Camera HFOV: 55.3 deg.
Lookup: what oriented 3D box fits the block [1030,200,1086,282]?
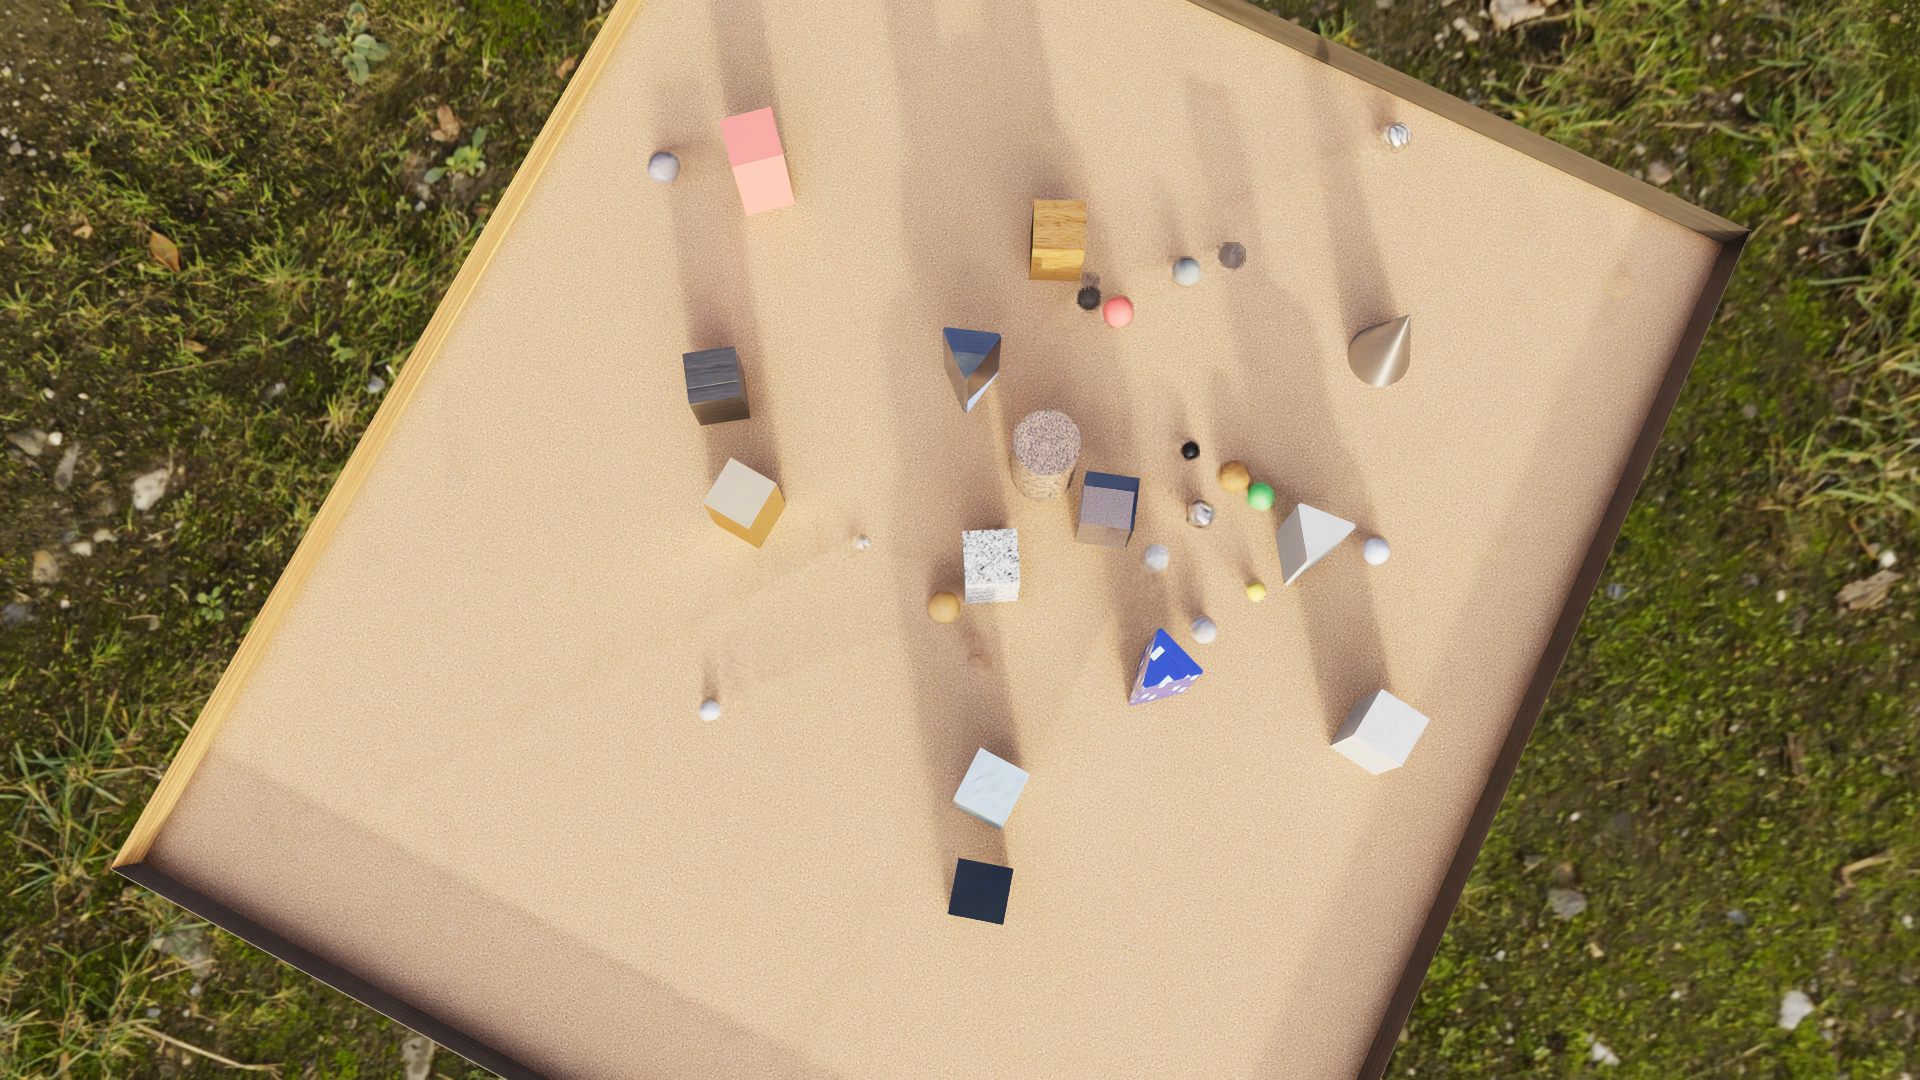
[{"bbox_3d":[0.300,-0.924,5.667,0.158,0.275,0.158,2,78,0],"label":"block"}]

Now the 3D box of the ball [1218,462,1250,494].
[{"bbox_3d":[0.839,-0.191,5.607,0.097,0.097,0.097,0,78,0],"label":"ball"}]

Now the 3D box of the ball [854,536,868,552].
[{"bbox_3d":[-0.302,0.012,5.590,0.047,0.047,0.047,0,78,0],"label":"ball"}]

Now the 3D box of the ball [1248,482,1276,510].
[{"bbox_3d":[0.921,-0.133,5.601,0.084,0.084,0.084,0,78,0],"label":"ball"}]

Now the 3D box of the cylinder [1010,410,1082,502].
[{"bbox_3d":[0.254,-0.249,5.491,0.197,0.346,0.197,0,78,0],"label":"cylinder"}]

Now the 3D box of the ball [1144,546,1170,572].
[{"bbox_3d":[0.595,0.057,5.565,0.078,0.078,0.078,0,78,0],"label":"ball"}]

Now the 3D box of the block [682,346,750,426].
[{"bbox_3d":[-0.741,-0.468,5.587,0.158,0.247,0.158,-9,78,-2],"label":"block"}]

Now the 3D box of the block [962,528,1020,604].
[{"bbox_3d":[0.090,0.080,5.437,0.158,0.318,0.158,-3,78,-1],"label":"block"}]

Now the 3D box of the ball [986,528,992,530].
[{"bbox_3d":[0.090,-0.003,5.585,0.064,0.064,0.064,0,78,0],"label":"ball"}]

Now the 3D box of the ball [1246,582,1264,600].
[{"bbox_3d":[0.895,0.153,5.557,0.055,0.055,0.055,0,78,0],"label":"ball"}]

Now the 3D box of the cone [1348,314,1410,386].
[{"bbox_3d":[1.311,-0.617,5.534,0.197,0.413,0.197,0,78,0],"label":"cone"}]

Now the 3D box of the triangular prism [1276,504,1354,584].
[{"bbox_3d":[1.016,-0.008,5.423,0.171,0.383,0.148,-37,81,-7],"label":"triangular prism"}]

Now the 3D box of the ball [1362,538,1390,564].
[{"bbox_3d":[1.263,0.033,5.567,0.083,0.083,0.083,0,78,0],"label":"ball"}]

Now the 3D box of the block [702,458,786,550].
[{"bbox_3d":[-0.642,-0.106,5.488,0.158,0.295,0.158,29,80,6],"label":"block"}]

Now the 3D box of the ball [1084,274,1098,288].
[{"bbox_3d":[0.411,-0.815,5.763,0.044,0.044,0.044,0,78,0],"label":"ball"}]

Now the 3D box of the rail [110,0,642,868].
[{"bbox_3d":[-1.553,-0.754,5.706,0.045,0.128,3.940,26,80,5],"label":"rail"}]

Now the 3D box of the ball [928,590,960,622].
[{"bbox_3d":[-0.049,0.201,5.525,0.098,0.098,0.098,0,78,0],"label":"ball"}]

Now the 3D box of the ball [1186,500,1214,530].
[{"bbox_3d":[0.732,-0.076,5.587,0.088,0.088,0.088,0,78,0],"label":"ball"}]

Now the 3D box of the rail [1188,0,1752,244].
[{"bbox_3d":[0.870,-1.698,5.902,3.520,0.128,0.045,26,80,5],"label":"rail"}]

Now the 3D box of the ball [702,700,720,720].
[{"bbox_3d":[-0.745,0.510,5.481,0.058,0.058,0.058,0,78,0],"label":"ball"}]

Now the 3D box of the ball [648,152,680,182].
[{"bbox_3d":[-0.937,-1.182,5.811,0.099,0.099,0.099,0,78,0],"label":"ball"}]

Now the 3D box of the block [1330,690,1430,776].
[{"bbox_3d":[1.216,0.561,5.327,0.158,0.339,0.158,33,80,6],"label":"block"}]

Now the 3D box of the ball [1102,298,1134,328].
[{"bbox_3d":[0.493,-0.710,5.715,0.094,0.094,0.094,0,78,0],"label":"ball"}]

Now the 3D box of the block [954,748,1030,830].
[{"bbox_3d":[0.089,0.722,5.276,0.158,0.375,0.158,27,80,5],"label":"block"}]

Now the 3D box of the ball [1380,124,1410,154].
[{"bbox_3d":[1.383,-1.278,5.833,0.095,0.095,0.095,0,78,0],"label":"ball"}]

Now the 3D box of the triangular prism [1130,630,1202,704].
[{"bbox_3d":[0.575,0.361,5.316,0.171,0.442,0.148,-13,79,-3],"label":"triangular prism"}]

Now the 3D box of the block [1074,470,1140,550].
[{"bbox_3d":[0.439,-0.088,5.492,0.158,0.278,0.158,8,78,2],"label":"block"}]

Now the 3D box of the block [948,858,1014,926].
[{"bbox_3d":[0.058,1.010,5.256,0.158,0.297,0.158,11,79,2],"label":"block"}]

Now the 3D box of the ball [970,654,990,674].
[{"bbox_3d":[0.061,0.373,5.508,0.062,0.062,0.062,0,78,0],"label":"ball"}]

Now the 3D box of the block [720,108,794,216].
[{"bbox_3d":[-0.623,-1.165,5.661,0.158,0.385,0.158,-15,79,-3],"label":"block"}]

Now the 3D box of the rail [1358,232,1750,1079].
[{"bbox_3d":[1.553,0.767,5.391,0.045,0.128,3.940,26,80,5],"label":"rail"}]

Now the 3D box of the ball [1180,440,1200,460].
[{"bbox_3d":[0.709,-0.277,5.645,0.057,0.057,0.057,0,78,0],"label":"ball"}]

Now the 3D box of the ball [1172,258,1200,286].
[{"bbox_3d":[0.709,-0.840,5.745,0.088,0.088,0.088,0,78,0],"label":"ball"}]

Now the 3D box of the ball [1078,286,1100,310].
[{"bbox_3d":[0.402,-0.756,5.737,0.071,0.071,0.071,0,78,0],"label":"ball"}]

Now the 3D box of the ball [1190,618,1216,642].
[{"bbox_3d":[0.732,0.271,5.521,0.077,0.077,0.077,0,78,0],"label":"ball"}]

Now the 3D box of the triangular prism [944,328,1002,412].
[{"bbox_3d":[0.010,-0.541,5.544,0.148,0.362,0.171,36,81,7],"label":"triangular prism"}]

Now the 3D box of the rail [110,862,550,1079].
[{"bbox_3d":[-0.870,1.712,5.196,3.520,0.128,0.045,26,80,5],"label":"rail"}]

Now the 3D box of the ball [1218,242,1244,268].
[{"bbox_3d":[0.853,-0.893,5.761,0.080,0.080,0.080,0,78,0],"label":"ball"}]
